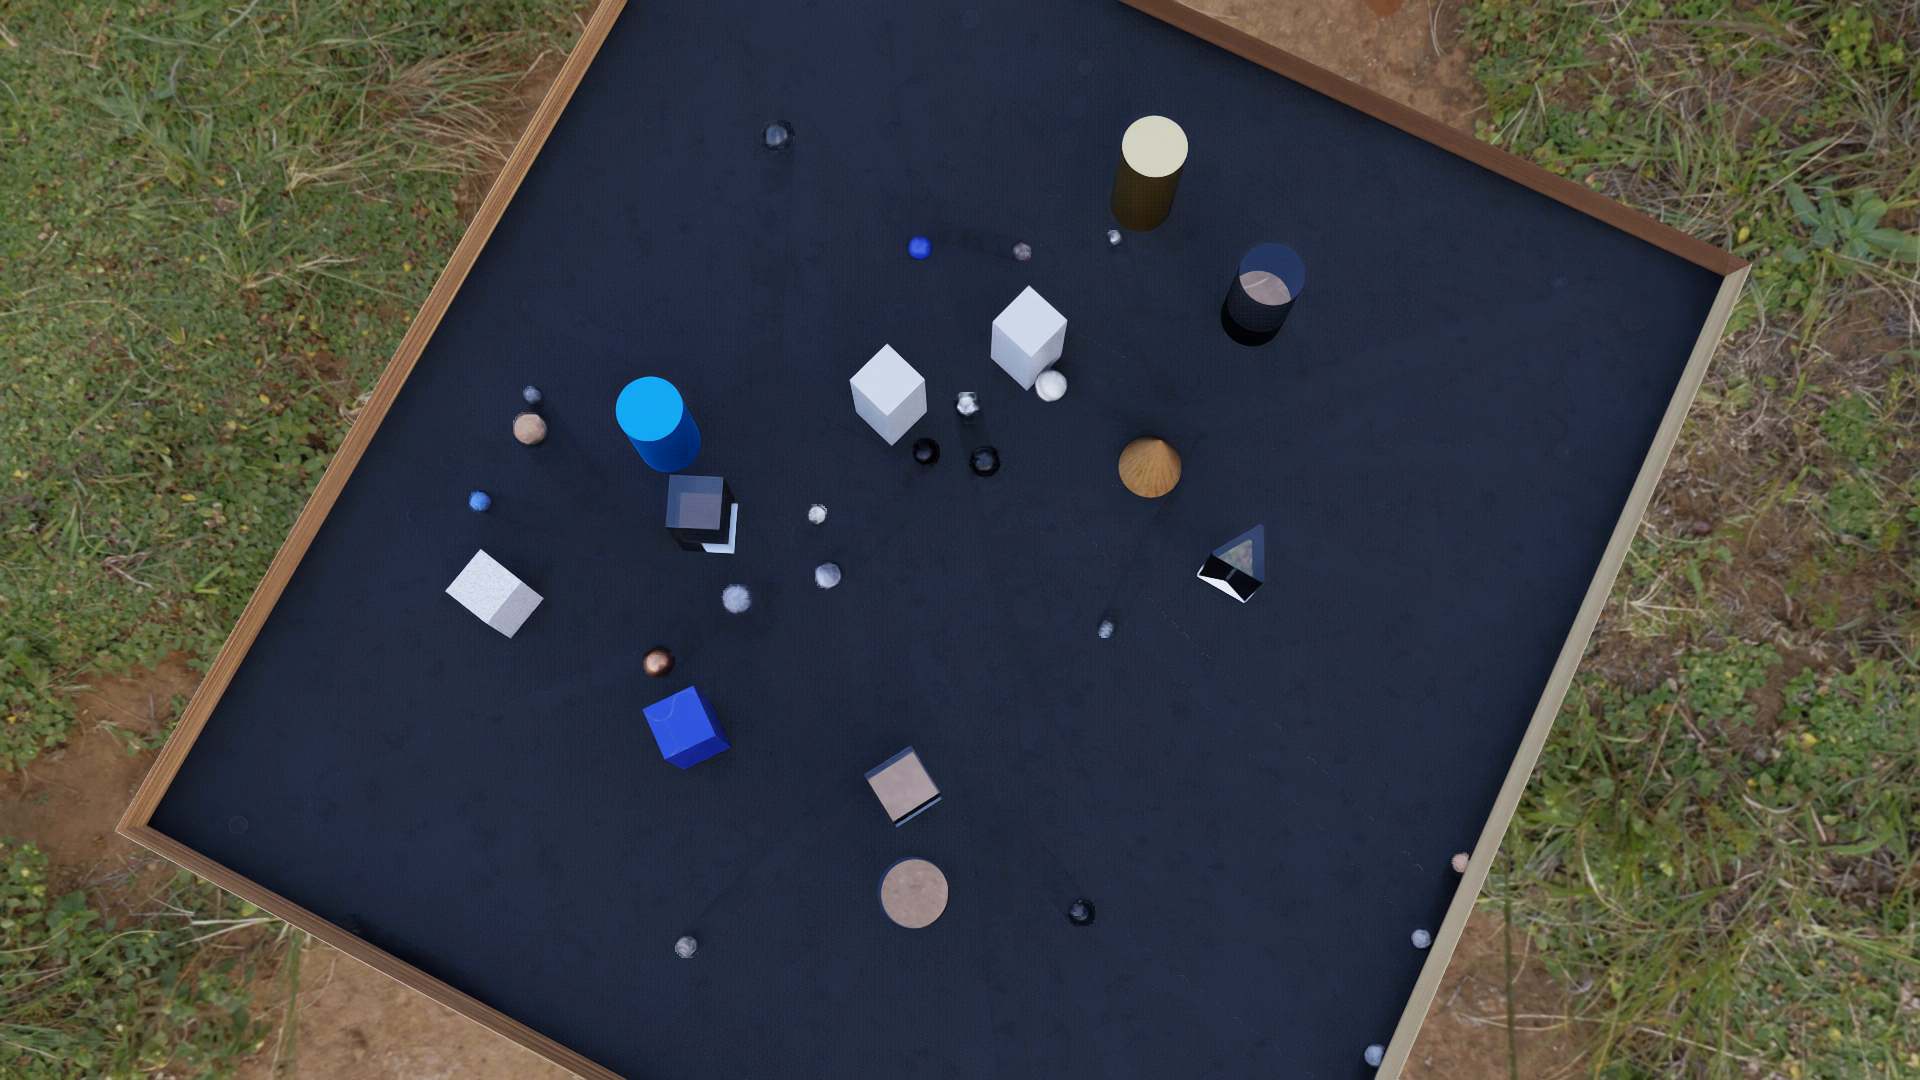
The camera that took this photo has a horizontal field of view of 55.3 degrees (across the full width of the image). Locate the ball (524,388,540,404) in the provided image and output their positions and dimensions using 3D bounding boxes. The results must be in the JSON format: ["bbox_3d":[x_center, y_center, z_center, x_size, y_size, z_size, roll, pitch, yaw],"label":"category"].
[{"bbox_3d":[-1.326,-0.445,5.684,0.048,0.048,0.048,0,78,0],"label":"ball"}]

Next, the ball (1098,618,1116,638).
[{"bbox_3d":[0.445,0.266,5.533,0.055,0.055,0.055,0,78,0],"label":"ball"}]

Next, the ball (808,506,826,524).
[{"bbox_3d":[-0.438,-0.076,5.605,0.053,0.053,0.053,0,78,0],"label":"ball"}]

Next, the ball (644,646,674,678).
[{"bbox_3d":[-0.902,0.365,5.494,0.092,0.092,0.092,0,78,0],"label":"ball"}]

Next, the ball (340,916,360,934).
[{"bbox_3d":[-1.780,1.127,5.355,0.056,0.056,0.056,0,78,0],"label":"ball"}]

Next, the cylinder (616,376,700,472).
[{"bbox_3d":[-0.900,-0.342,5.494,0.194,0.378,0.194,0,78,0],"label":"cylinder"}]

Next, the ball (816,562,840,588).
[{"bbox_3d":[-0.399,0.107,5.556,0.075,0.075,0.075,0,78,0],"label":"ball"}]

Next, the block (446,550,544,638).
[{"bbox_3d":[-1.377,0.163,5.436,0.156,0.289,0.156,37,81,7],"label":"block"}]

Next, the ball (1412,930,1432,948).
[{"bbox_3d":[1.347,1.164,5.347,0.056,0.056,0.056,0,78,0],"label":"ball"}]

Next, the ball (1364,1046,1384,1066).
[{"bbox_3d":[1.195,1.487,5.279,0.059,0.059,0.059,0,78,0],"label":"ball"}]

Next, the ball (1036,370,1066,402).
[{"bbox_3d":[0.282,-0.478,5.666,0.097,0.097,0.097,0,78,0],"label":"ball"}]

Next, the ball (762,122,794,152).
[{"bbox_3d":[-0.580,-1.282,5.832,0.097,0.097,0.097,0,78,0],"label":"ball"}]

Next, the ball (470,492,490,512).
[{"bbox_3d":[-1.468,-0.117,5.611,0.058,0.058,0.058,0,78,0],"label":"ball"}]

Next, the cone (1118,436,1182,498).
[{"bbox_3d":[0.587,-0.259,5.504,0.194,0.326,0.194,0,78,0],"label":"cone"}]

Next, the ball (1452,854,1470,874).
[{"bbox_3d":[1.475,0.953,5.391,0.055,0.055,0.055,0,78,0],"label":"ball"}]

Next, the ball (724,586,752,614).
[{"bbox_3d":[-0.673,0.180,5.537,0.084,0.084,0.084,0,78,0],"label":"ball"}]

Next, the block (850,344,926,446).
[{"bbox_3d":[-0.213,-0.434,5.530,0.156,0.346,0.156,44,82,8],"label":"block"}]

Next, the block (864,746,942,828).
[{"bbox_3d":[-0.163,0.716,5.304,0.156,0.322,0.156,-32,80,-6],"label":"block"}]

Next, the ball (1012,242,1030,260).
[{"bbox_3d":[0.193,-0.910,5.778,0.053,0.053,0.053,0,78,0],"label":"ball"}]

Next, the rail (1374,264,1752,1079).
[{"bbox_3d":[1.592,0.786,5.388,0.045,0.126,3.744,26,80,5],"label":"rail"}]

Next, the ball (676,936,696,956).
[{"bbox_3d":[-0.797,1.183,5.342,0.058,0.058,0.058,0,78,0],"label":"ball"}]

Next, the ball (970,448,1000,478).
[{"bbox_3d":[0.078,-0.236,5.620,0.089,0.089,0.089,0,78,0],"label":"ball"}]

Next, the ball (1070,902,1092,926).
[{"bbox_3d":[0.354,1.091,5.356,0.069,0.069,0.069,0,78,0],"label":"ball"}]

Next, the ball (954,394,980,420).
[{"bbox_3d":[0.024,-0.412,5.661,0.081,0.081,0.081,0,78,0],"label":"ball"}]

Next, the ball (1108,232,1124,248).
[{"bbox_3d":[0.490,-0.948,5.787,0.050,0.050,0.050,0,78,0],"label":"ball"}]

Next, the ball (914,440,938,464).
[{"bbox_3d":[-0.106,-0.269,5.634,0.075,0.075,0.075,0,78,0],"label":"ball"}]

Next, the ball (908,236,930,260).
[{"bbox_3d":[-0.128,-0.921,5.770,0.072,0.072,0.072,0,78,0],"label":"ball"}]

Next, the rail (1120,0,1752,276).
[{"bbox_3d":[0.827,-1.612,5.885,3.608,0.126,0.045,26,80,5],"label":"rail"}]

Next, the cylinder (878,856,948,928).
[{"bbox_3d":[-0.130,1.006,5.214,0.194,0.380,0.194,0,78,0],"label":"cylinder"}]

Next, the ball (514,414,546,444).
[{"bbox_3d":[-1.322,-0.341,5.638,0.097,0.097,0.097,0,78,0],"label":"ball"}]

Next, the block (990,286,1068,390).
[{"bbox_3d":[0.206,-0.608,5.564,0.156,0.350,0.156,43,82,8],"label":"block"}]

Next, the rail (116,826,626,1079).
[{"bbox_3d":[-0.827,1.626,5.215,3.608,0.126,0.045,26,80,5],"label":"rail"}]

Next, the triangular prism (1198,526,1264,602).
[{"bbox_3d":[0.833,0.052,5.432,0.168,0.340,0.146,30,80,6],"label":"triangular prism"}]

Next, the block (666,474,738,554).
[{"bbox_3d":[-0.766,-0.074,5.455,0.156,0.347,0.156,3,78,1],"label":"block"}]

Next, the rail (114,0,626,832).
[{"bbox_3d":[-1.592,-0.773,5.711,0.045,0.126,3.744,26,80,5],"label":"rail"}]

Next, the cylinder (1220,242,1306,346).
[{"bbox_3d":[0.916,-0.741,5.569,0.194,0.393,0.194,0,78,0],"label":"cylinder"}]

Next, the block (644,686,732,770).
[{"bbox_3d":[-0.788,0.548,5.318,0.156,0.363,0.156,-25,79,-5],"label":"block"}]

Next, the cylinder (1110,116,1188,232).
[{"bbox_3d":[0.576,-1.118,5.624,0.194,0.438,0.194,0,78,0],"label":"cylinder"}]
